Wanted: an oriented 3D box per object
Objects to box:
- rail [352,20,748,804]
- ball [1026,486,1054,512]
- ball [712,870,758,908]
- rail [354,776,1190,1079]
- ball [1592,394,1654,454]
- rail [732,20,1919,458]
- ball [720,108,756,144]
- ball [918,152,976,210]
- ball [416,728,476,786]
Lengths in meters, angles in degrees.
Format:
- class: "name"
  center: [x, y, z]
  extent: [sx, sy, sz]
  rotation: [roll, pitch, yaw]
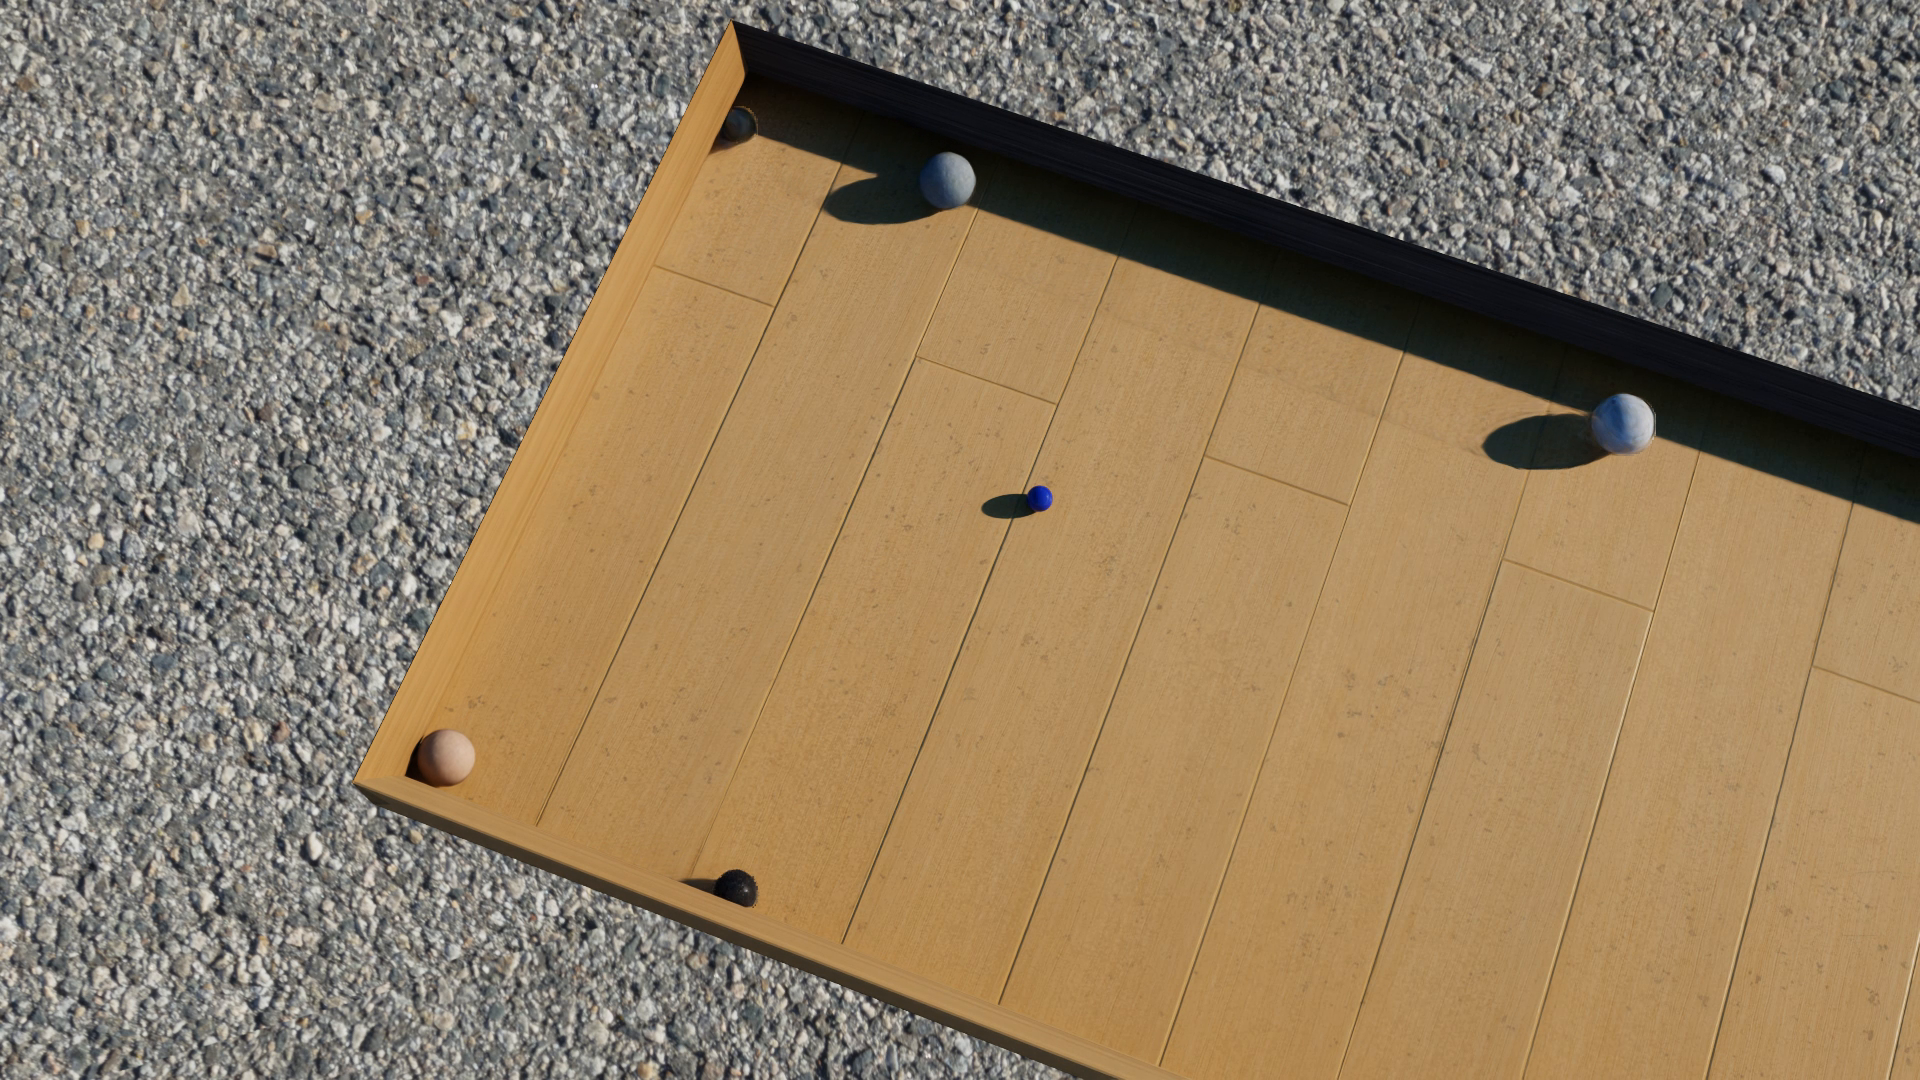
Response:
- class: "rail"
  center: [-0.619, -0.231, 3.527]
  extent: [0.045, 0.127, 1.420]
  rotation: [20, 70, 7]
- class: "ball"
  center: [0.127, -0.066, 3.509]
  extent: [0.043, 0.043, 0.043]
  rotation: [0, 69, 0]
- class: "ball"
  center: [-0.334, 0.523, 3.268]
  extent: [0.066, 0.066, 0.066]
  rotation: [0, 69, 0]
- class: "rail"
  center: [0.396, 0.816, 3.121]
  extent: [2.745, 0.127, 0.045]
  rotation: [20, 70, 7]
- class: "ball"
  center: [1.063, -0.186, 3.527]
  extent: [0.098, 0.098, 0.098]
  rotation: [0, 69, 0]
- class: "rail"
  center: [0.886, -0.379, 3.585]
  extent: [2.745, 0.127, 0.045]
  rotation: [20, 70, 7]
- class: "ball"
  center: [-0.378, -0.705, 3.748]
  extent: [0.061, 0.061, 0.061]
  rotation: [0, 69, 0]
- class: "ball"
  center: [-0.022, -0.603, 3.690]
  extent: [0.095, 0.095, 0.095]
  rotation: [0, 69, 0]
- class: "ball"
  center: [-0.779, 0.330, 3.332]
  extent: [0.088, 0.088, 0.088]
  rotation: [0, 69, 0]
